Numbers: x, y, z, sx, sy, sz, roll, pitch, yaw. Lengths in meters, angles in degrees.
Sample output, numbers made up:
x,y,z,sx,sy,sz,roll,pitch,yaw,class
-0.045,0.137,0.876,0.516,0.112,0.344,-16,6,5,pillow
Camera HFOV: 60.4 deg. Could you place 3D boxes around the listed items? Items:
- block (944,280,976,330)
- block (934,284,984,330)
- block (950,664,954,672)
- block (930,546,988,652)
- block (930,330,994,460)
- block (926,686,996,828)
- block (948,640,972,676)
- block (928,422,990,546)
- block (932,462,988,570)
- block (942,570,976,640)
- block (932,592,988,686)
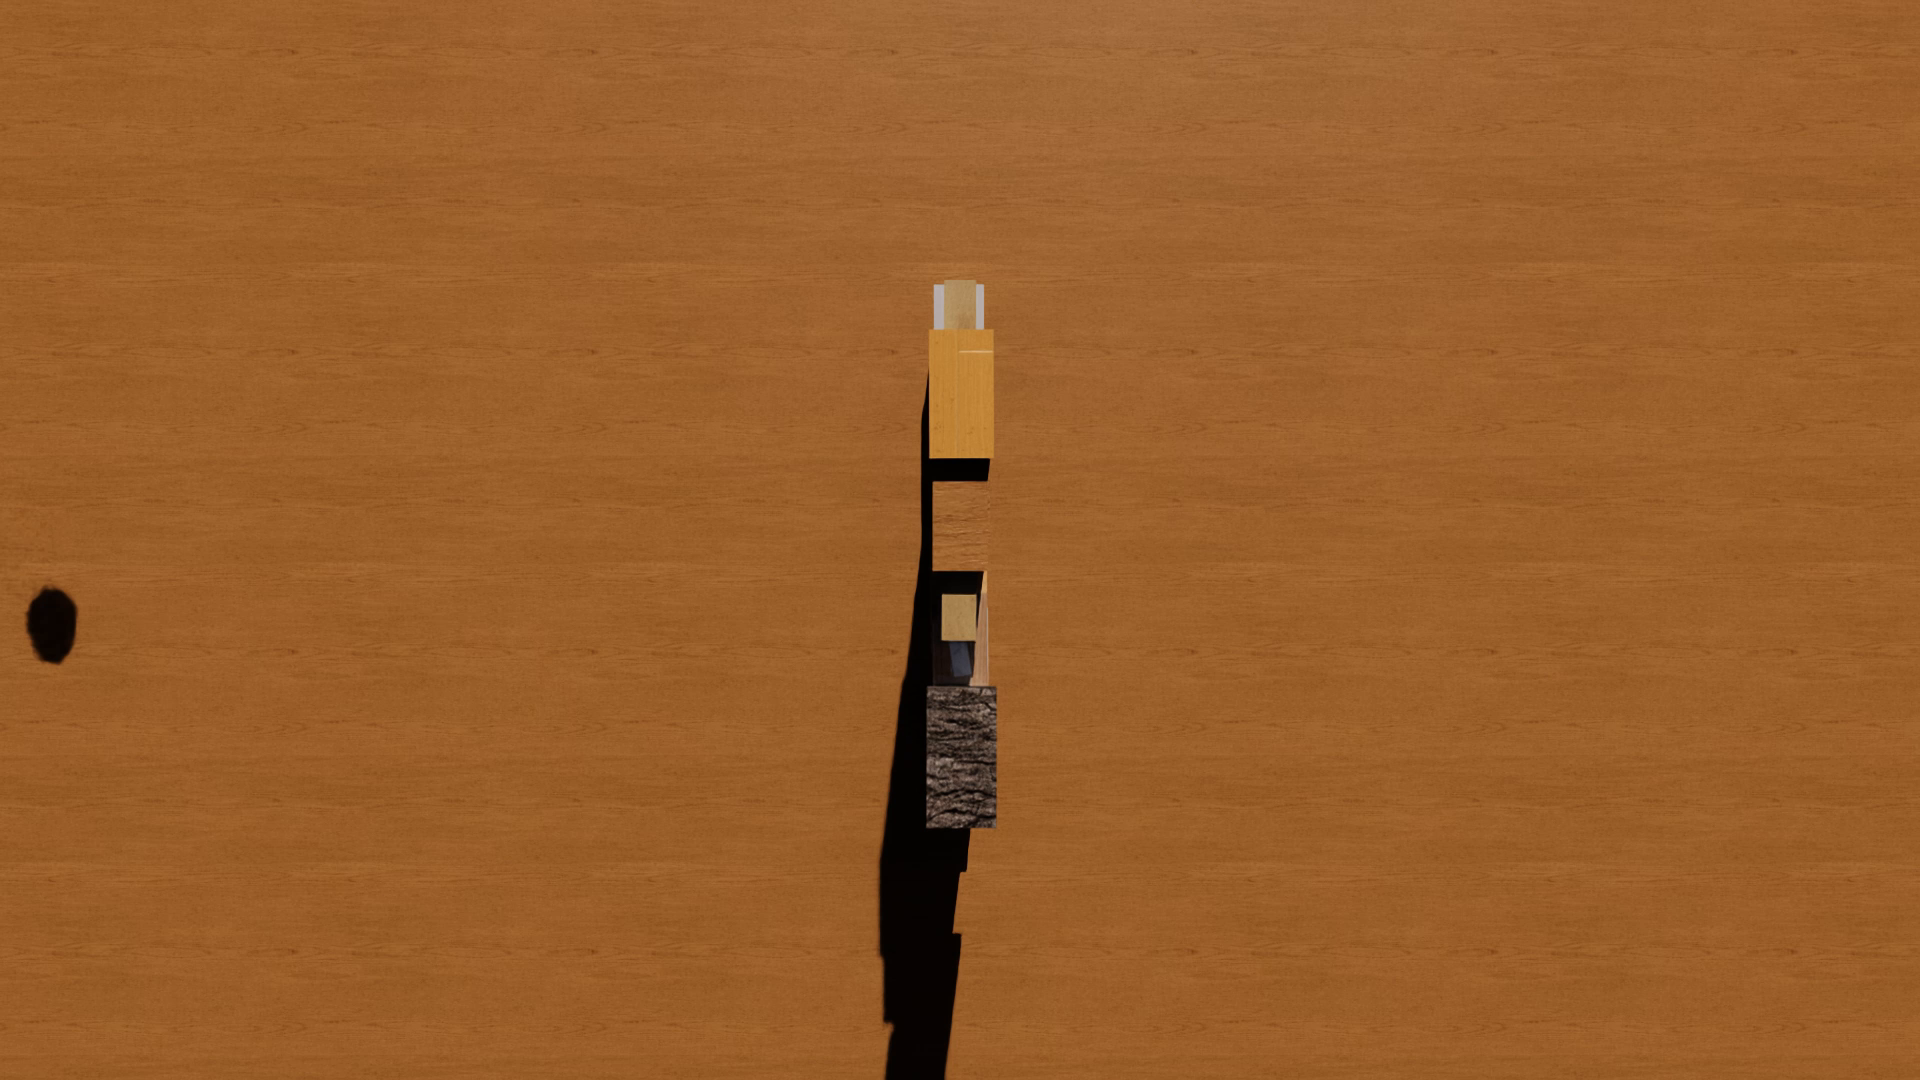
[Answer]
x,y,z,sx,sy,sz,roll,pitch,yaw,class
0.001,-0.616,4.468,0.087,0.025,0.174,0,90,0,block
-0.003,-0.642,5.168,0.155,0.044,0.310,0,90,0,block
-0.003,0.337,4.355,0.047,0.094,0.013,0,90,0,block
-0.004,0.159,4.759,0.165,0.047,0.329,0,90,0,block
0.004,-0.362,4.115,0.160,0.045,0.320,0,90,0,block
0.004,0.530,4.036,0.171,0.048,0.341,0,90,0,block
0.001,0.306,4.301,0.047,0.013,0.094,-8,90,0,block
-0.001,-0.150,4.481,0.166,0.047,0.332,0,90,0,block
0.000,-0.060,4.162,0.138,0.039,0.275,0,90,0,block
-0.002,0.168,4.213,0.088,0.025,0.176,0,90,0,block
0.001,0.289,4.422,0.146,0.041,0.292,-1,90,0,block
